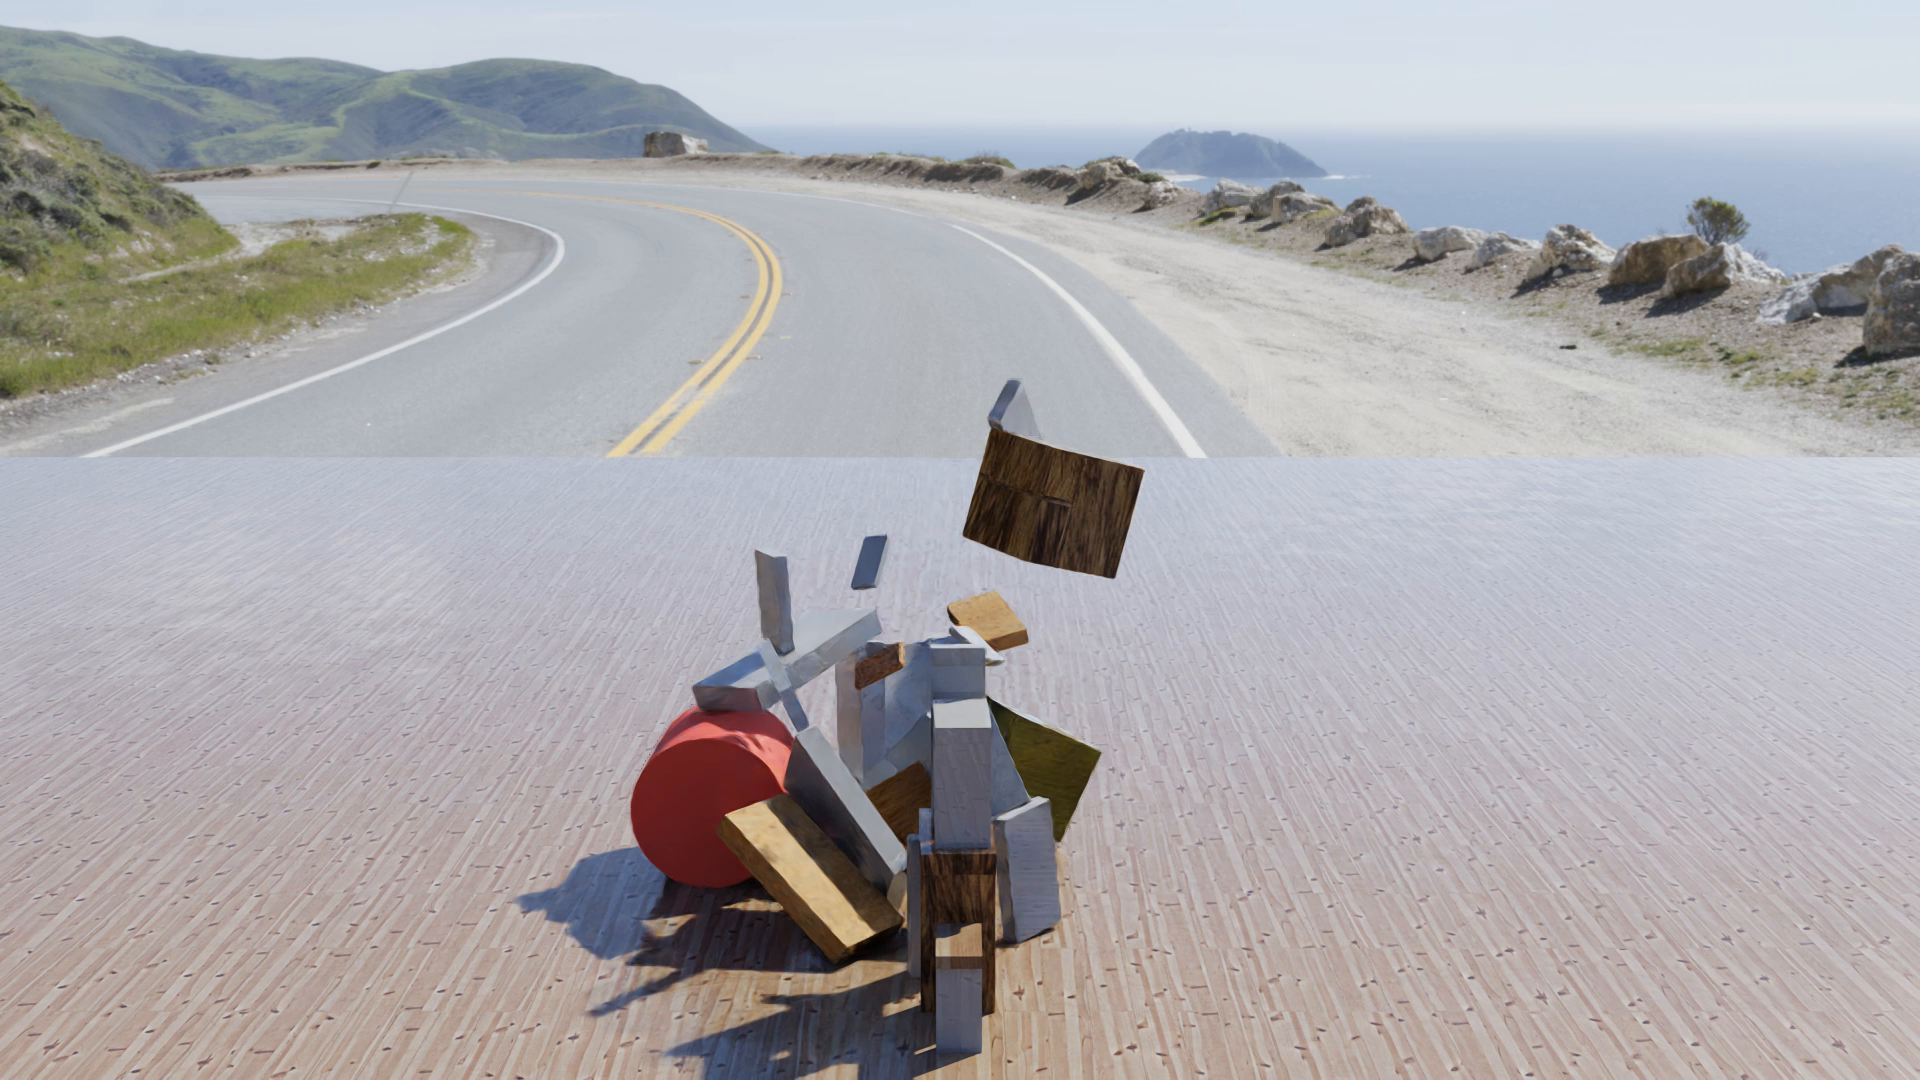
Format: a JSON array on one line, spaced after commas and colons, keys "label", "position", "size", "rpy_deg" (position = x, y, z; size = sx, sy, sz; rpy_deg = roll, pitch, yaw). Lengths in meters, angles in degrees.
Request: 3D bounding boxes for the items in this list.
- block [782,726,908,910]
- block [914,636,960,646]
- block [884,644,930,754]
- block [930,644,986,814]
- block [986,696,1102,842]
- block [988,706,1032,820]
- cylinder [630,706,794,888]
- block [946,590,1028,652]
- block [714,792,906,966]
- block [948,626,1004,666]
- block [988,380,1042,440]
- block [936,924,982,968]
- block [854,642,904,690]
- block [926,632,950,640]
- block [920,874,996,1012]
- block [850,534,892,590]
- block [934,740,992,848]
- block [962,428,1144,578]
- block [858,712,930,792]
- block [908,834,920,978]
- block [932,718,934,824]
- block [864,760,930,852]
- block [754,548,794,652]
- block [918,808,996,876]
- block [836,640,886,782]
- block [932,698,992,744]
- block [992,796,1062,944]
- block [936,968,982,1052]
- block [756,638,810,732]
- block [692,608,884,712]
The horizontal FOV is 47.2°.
[{"label": "block", "position": [-0.183, 0.459, 3.558], "size": [0.042, 0.147, 0.293], "rpy_deg": [-22, 59, -30]}, {"label": "block", "position": [-0.039, 0.288, 4.205], "size": [0.101, 0.203, 0.029], "rpy_deg": [-11, -26, 7]}, {"label": "block", "position": [-0.075, 0.353, 4.096], "size": [0.162, 0.325, 0.046], "rpy_deg": [4, -28, -20]}, {"label": "block", "position": [-0.003, 0.282, 3.284], "size": [0.082, 0.254, 0.023], "rpy_deg": [0, 10, -1]}, {"label": "block", "position": [0.109, 0.410, 3.967], "size": [0.179, 0.179, 0.179], "rpy_deg": [25, -1, -22]}, {"label": "block", "position": [0.037, 0.341, 3.359], "size": [0.082, 0.165, 0.023], "rpy_deg": [-25, -17, 2]}, {"label": "cylinder", "position": [-0.416, 0.433, 3.798], "size": [0.261, 0.261, 0.261], "rpy_deg": [0, 11, 1]}, {"label": "block", "position": [0.050, 0.155, 4.101], "size": [0.101, 0.029, 0.202], "rpy_deg": [-16, 23, -10]}, {"label": "block", "position": [-0.236, 0.528, 3.456], "size": [0.293, 0.042, 0.147], "rpy_deg": [44, 31, 22]}, {"label": "block", "position": [0.029, 0.186, 3.853], "size": [0.050, 0.014, 0.100], "rpy_deg": [7, 29, -51]}, {"label": "block", "position": [0.094, -0.174, 3.603], "size": [0.024, 0.171, 0.086], "rpy_deg": [12, 58, 27]}, {"label": "block", "position": [-0.001, 0.565, 3.061], "size": [0.063, 0.018, 0.127], "rpy_deg": [0, 11, 0]}, {"label": "block", "position": [-0.140, 0.219, 3.826], "size": [0.100, 0.014, 0.050], "rpy_deg": [-28, 39, 24]}, {"label": "block", "position": [-0.009, 0.280, 4.321], "size": [0.101, 0.202, 0.029], "rpy_deg": [1, 21, 9]}, {"label": "block", "position": [-0.003, 0.574, 3.169], "size": [0.108, 0.215, 0.030], "rpy_deg": [0, 11, 0]}, {"label": "block", "position": [-0.155, 0.039, 3.840], "size": [0.050, 0.100, 0.014], "rpy_deg": [-6, -34, 33]}, {"label": "block", "position": [0.004, 0.359, 3.131], "size": [0.080, 0.159, 0.023], "rpy_deg": [0, 10, -2]}, {"label": "block", "position": [0.127, -0.051, 3.022], "size": [0.156, 0.156, 0.156], "rpy_deg": [11, 6, -35]}, {"label": "block", "position": [-0.087, 0.393, 3.605], "size": [0.103, 0.207, 0.029], "rpy_deg": [49, 14, 21]}, {"label": "block", "position": [-0.023, 0.547, 3.309], "size": [0.108, 0.215, 0.030], "rpy_deg": [-2, 11, -12]}, {"label": "block", "position": [0.000, 0.340, 3.235], "size": [0.080, 0.159, 0.023], "rpy_deg": [0, 10, -2]}, {"label": "block", "position": [-0.049, 0.487, 3.534], "size": [0.103, 0.243, 0.029], "rpy_deg": [-30, -12, -3]}, {"label": "block", "position": [-0.327, 0.105, 3.875], "size": [0.024, 0.171, 0.086], "rpy_deg": [-10, 14, -26]}, {"label": "block", "position": [-0.006, 0.440, 3.217], "size": [0.108, 0.030, 0.215], "rpy_deg": [0, 11, -2]}, {"label": "block", "position": [-0.181, 0.345, 4.035], "size": [0.046, 0.325, 0.162], "rpy_deg": [-3, 2, -19]}, {"label": "block", "position": [0.002, 0.260, 3.166], "size": [0.080, 0.023, 0.159], "rpy_deg": [0, 11, -2]}, {"label": "block", "position": [0.105, 0.518, 3.456], "size": [0.104, 0.207, 0.029], "rpy_deg": [-19, 19, -41]}, {"label": "block", "position": [-0.001, 0.644, 3.033], "size": [0.063, 0.127, 0.018], "rpy_deg": [0, 11, 0]}, {"label": "block", "position": [-0.293, 0.239, 3.637], "size": [0.024, 0.085, 0.171], "rpy_deg": [-25, 30, -5]}, {"label": "block", "position": [-0.303, 0.211, 3.900], "size": [0.162, 0.046, 0.325], "rpy_deg": [-2, 21, 42]}]
